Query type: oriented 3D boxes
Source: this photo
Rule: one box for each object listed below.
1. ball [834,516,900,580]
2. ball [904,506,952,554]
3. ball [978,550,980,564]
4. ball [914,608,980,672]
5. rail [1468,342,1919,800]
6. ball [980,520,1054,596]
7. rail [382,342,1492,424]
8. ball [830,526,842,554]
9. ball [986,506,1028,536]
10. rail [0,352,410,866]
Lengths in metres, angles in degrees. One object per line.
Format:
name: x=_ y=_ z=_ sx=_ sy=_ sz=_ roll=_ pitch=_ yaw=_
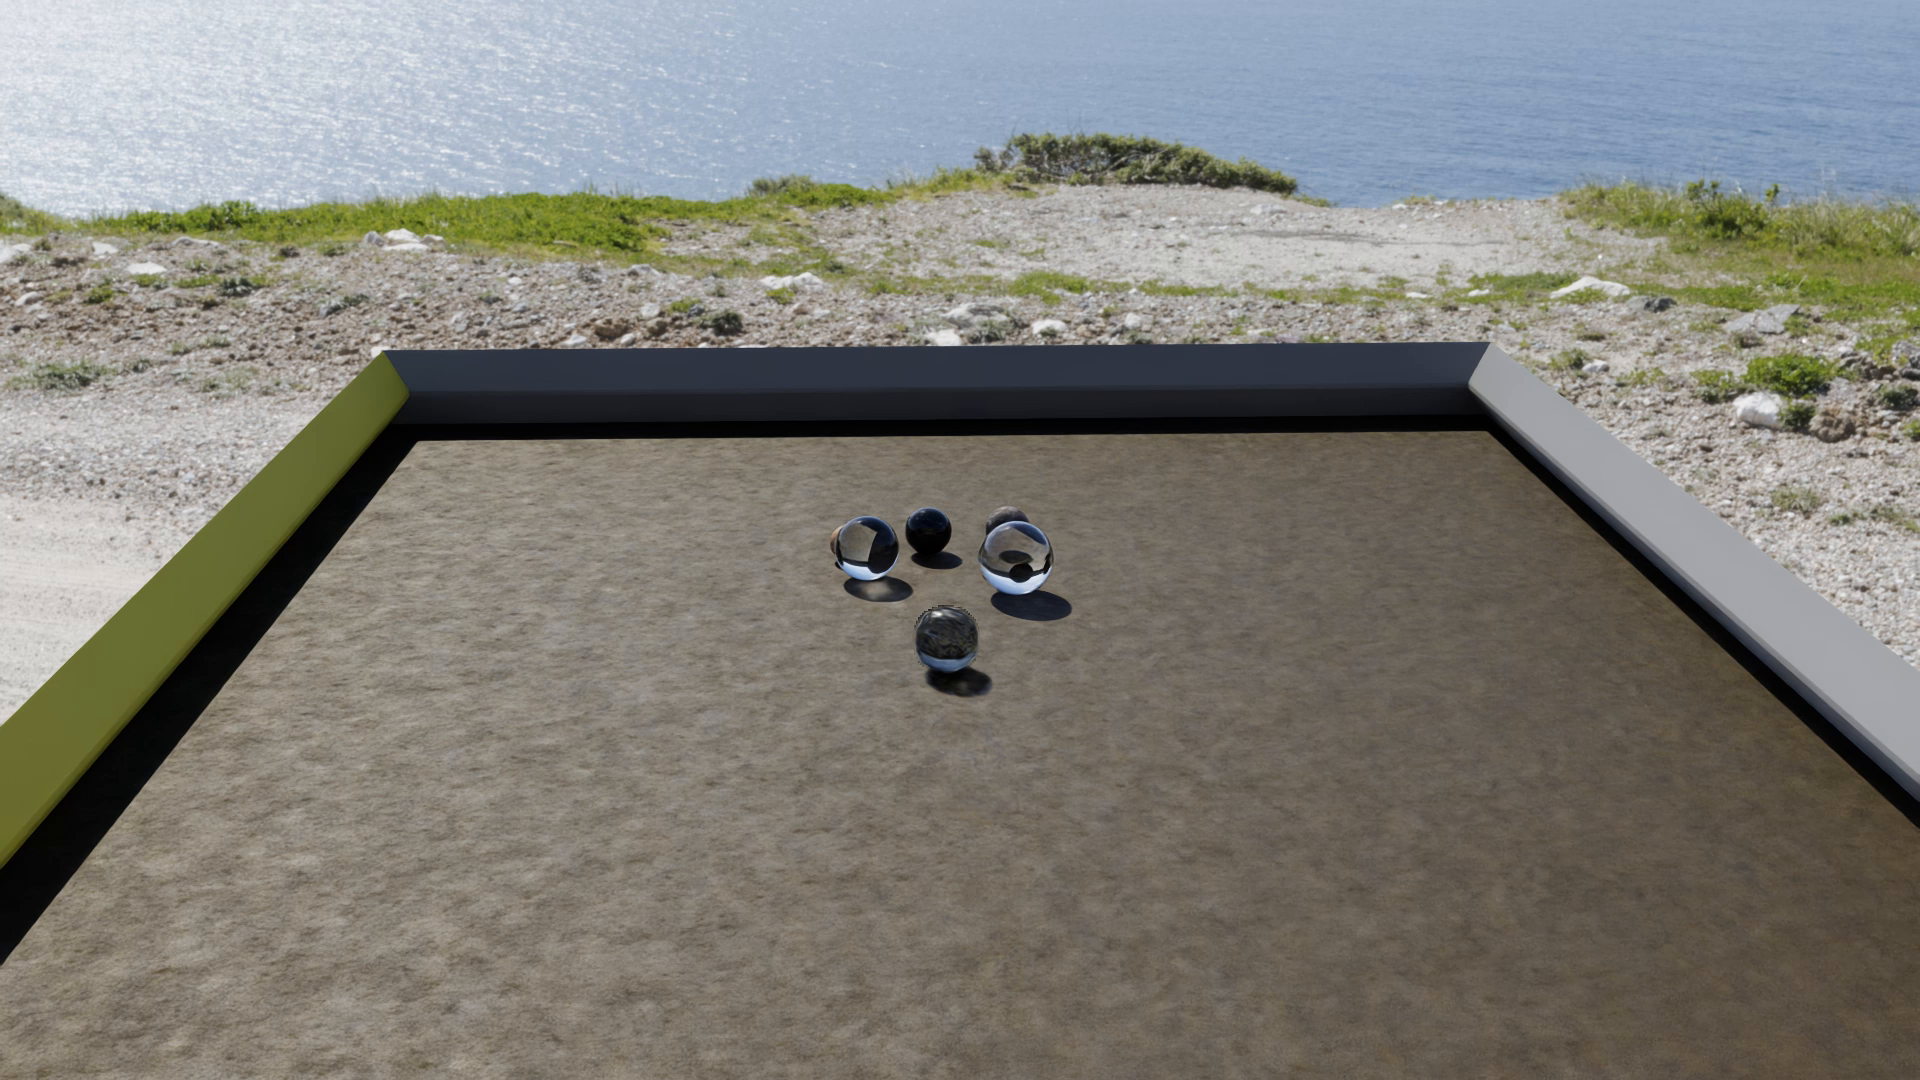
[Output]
ball: x=-0.108 y=0.009 z=2.547 sx=0.076 sy=0.076 sz=0.076 roll=0 pitch=17 yaw=0
ball: x=-0.038 y=-0.011 z=2.646 sx=0.057 sy=0.057 sz=0.057 roll=0 pitch=17 yaw=0
ball: x=0.041 y=0.019 z=2.572 sx=0.042 sy=0.042 sz=0.042 roll=0 pitch=17 yaw=0
ball: x=-0.014 y=0.103 z=2.257 sx=0.067 sy=0.067 sz=0.067 roll=0 pitch=17 yaw=0
rail: x=0.828 y=0.177 z=1.939 sx=0.045 sy=0.110 sz=2.877 roll=-1 pitch=17 yaw=-2
ball: x=0.064 y=0.021 z=2.495 sx=0.085 sy=0.085 sz=0.085 roll=0 pitch=17 yaw=0
rail: x=-0.026 y=-0.229 z=3.263 sx=1.652 sy=0.110 sz=0.045 roll=-1 pitch=17 yaw=-2
ball: x=-0.133 y=0.004 z=2.621 sx=0.044 sy=0.044 sz=0.044 roll=0 pitch=17 yaw=0
ball: x=0.058 y=-0.014 z=2.661 sx=0.054 sy=0.054 sz=0.054 roll=0 pitch=17 yaw=0
rail: x=-0.775 y=0.194 z=1.882 sx=0.045 sy=0.110 sz=2.877 roll=-1 pitch=17 yaw=-2
